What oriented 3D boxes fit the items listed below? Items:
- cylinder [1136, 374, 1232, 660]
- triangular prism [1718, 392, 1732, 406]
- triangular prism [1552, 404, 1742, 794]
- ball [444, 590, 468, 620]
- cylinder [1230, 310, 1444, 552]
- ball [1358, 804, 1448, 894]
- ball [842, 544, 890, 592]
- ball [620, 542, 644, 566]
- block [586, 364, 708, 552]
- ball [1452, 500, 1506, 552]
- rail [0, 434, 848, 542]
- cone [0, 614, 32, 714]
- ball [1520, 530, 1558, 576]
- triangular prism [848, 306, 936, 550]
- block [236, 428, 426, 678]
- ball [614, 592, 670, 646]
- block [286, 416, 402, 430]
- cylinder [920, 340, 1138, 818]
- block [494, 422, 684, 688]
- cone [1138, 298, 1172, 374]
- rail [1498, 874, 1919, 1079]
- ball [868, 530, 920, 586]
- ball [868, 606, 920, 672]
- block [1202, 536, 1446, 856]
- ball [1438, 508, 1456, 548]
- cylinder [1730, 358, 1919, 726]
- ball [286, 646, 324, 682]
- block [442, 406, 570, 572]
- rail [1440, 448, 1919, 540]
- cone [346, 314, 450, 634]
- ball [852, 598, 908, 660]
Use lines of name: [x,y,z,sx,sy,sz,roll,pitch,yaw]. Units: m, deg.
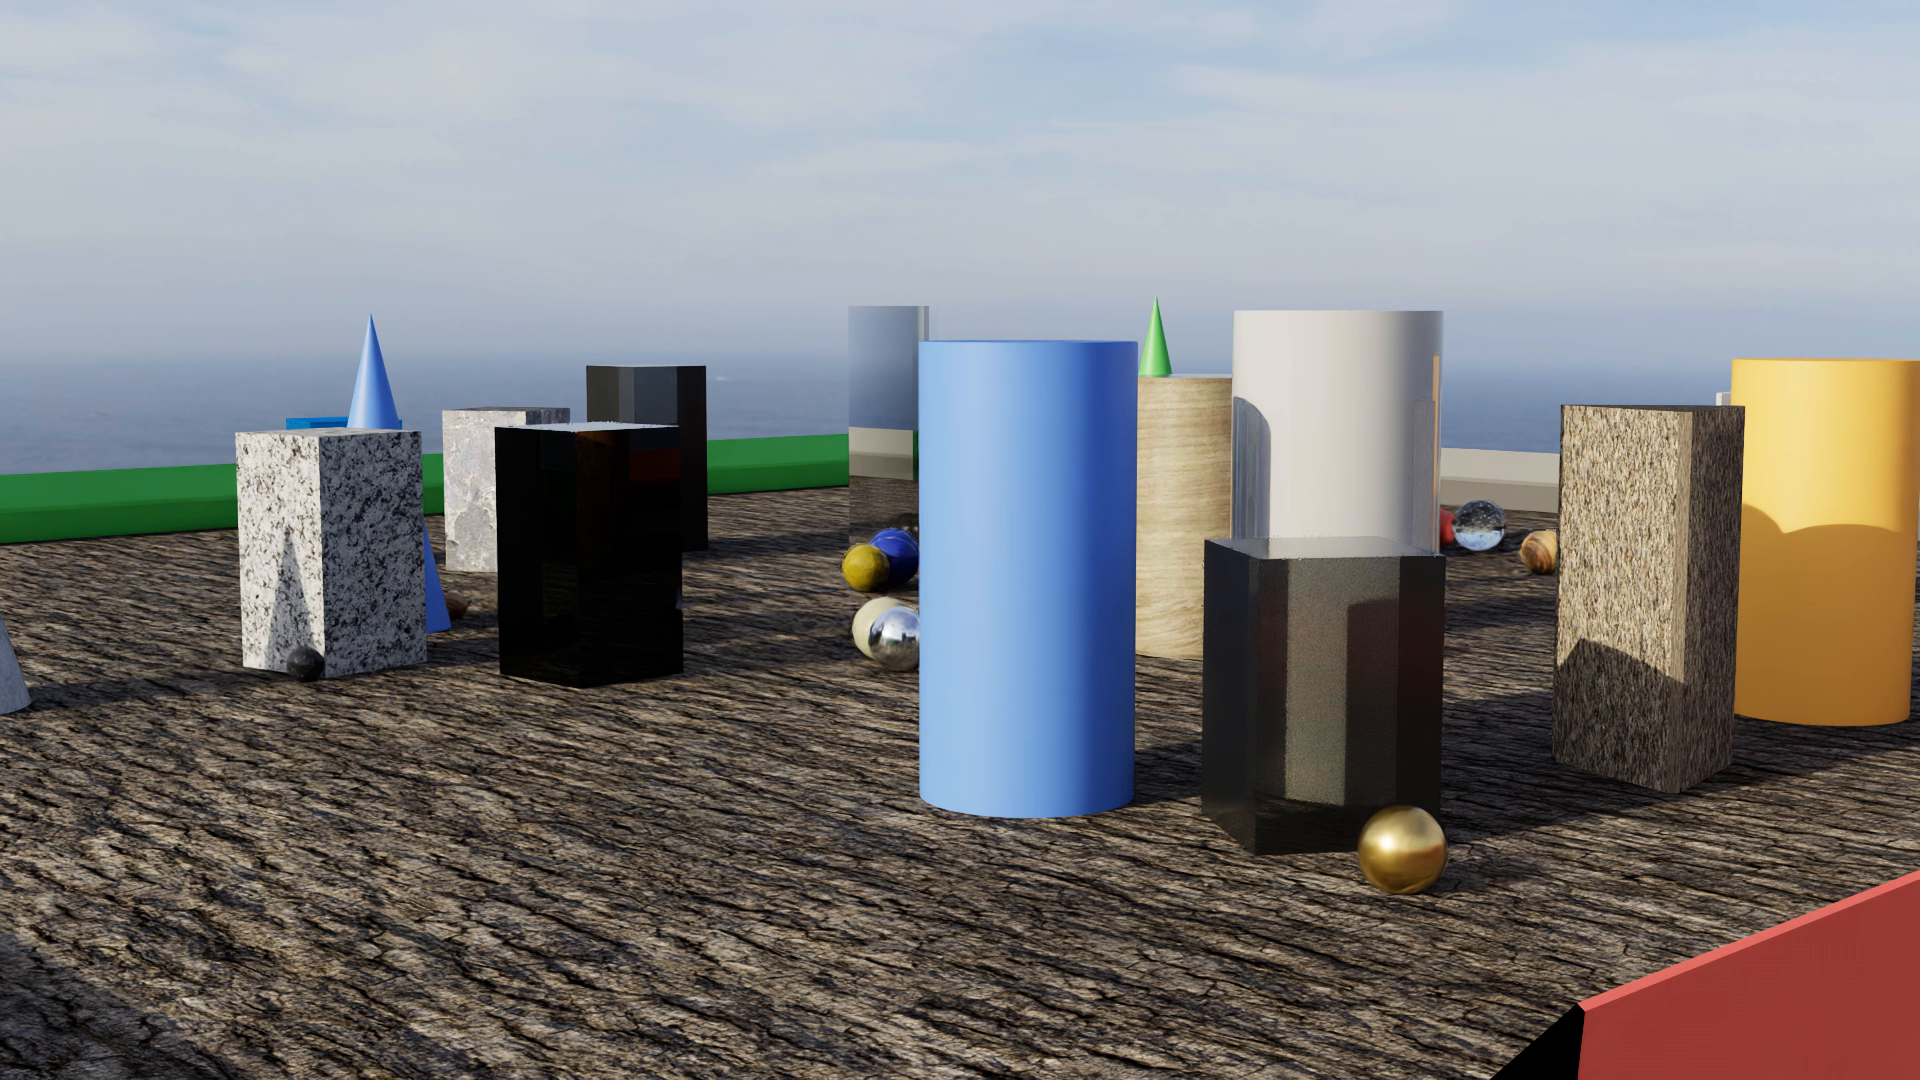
cylinder: [0.314,-0.036,2.900,0.199,0.360,0.199,0,6,0]
triangular prism: [1.210,-0.062,3.316,0.172,0.324,0.149,1,6,7]
triangular prism: [0.650,0.047,2.131,0.149,0.353,0.172,4,7,36]
ball: [-0.733,0.095,3.176,0.043,0.043,0.043,0,6,0]
cylinder: [0.360,0.003,2.119,0.199,0.444,0.199,0,6,0]
ball: [0.339,0.237,1.687,0.068,0.068,0.068,0,6,0]
ball: [-0.149,0.044,3.494,0.076,0.076,0.076,0,6,0]
ball: [-0.572,0.026,3.839,0.042,0.042,0.042,0,6,0]
block: [-0.583,-0.153,4.100,0.159,0.344,0.159,-5,8,-41]
ball: [0.963,-0.027,4.081,0.096,0.096,0.096,0,6,0]
rail: [-1.280,-0.110,4.711,4.015,0.129,0.045,-5,8,-42]
cone: [-1.153,0.006,2.456,0.199,0.367,0.199,0,6,0]
ball: [0.986,0.021,3.714,0.077,0.077,0.077,0,6,0]
triangular prism: [-0.086,-0.193,3.954,0.172,0.453,0.149,4,7,34]
block: [-0.790,0.011,2.768,0.159,0.294,0.159,4,7,35]
ball: [-0.423,0.106,2.924,0.072,0.072,0.072,0,6,0]
block: [-1.083,-0.085,3.875,0.159,0.255,0.159,-4,7,-31]
cylinder: [0.062,0.027,2.014,0.199,0.417,0.199,0,6,0]
block: [-0.454,0.013,2.693,0.159,0.304,0.159,5,8,42]
cone: [0.283,-0.122,3.199,0.199,0.469,0.199,0,6,0]
rail: [1.280,0.177,1.952,4.015,0.129,0.045,-5,8,-42]
ball: [-0.109,0.028,3.575,0.091,0.091,0.091,0,6,0]
ball: [-0.073,0.123,2.717,0.081,0.081,0.081,0,6,0]
block: [0.307,0.128,1.881,0.159,0.245,0.159,-1,6,-10]
ball: [0.902,-0.022,4.142,0.074,0.074,0.074,0,6,0]
cylinder: [0.956,-0.005,2.444,0.199,0.391,0.199,0,6,0]
ball: [-0.789,0.149,2.646,0.044,0.044,0.044,0,6,0]
block: [-0.785,-0.090,3.824,0.159,0.275,0.159,2,6,18]
rail: [1.458,-0.106,4.670,0.045,0.129,3.822,-5,8,-42]
cone: [-0.819,-0.097,3.077,0.199,0.444,0.199,0,6,0]
ball: [-0.096,0.114,2.798,0.082,0.082,0.082,0,6,0]
